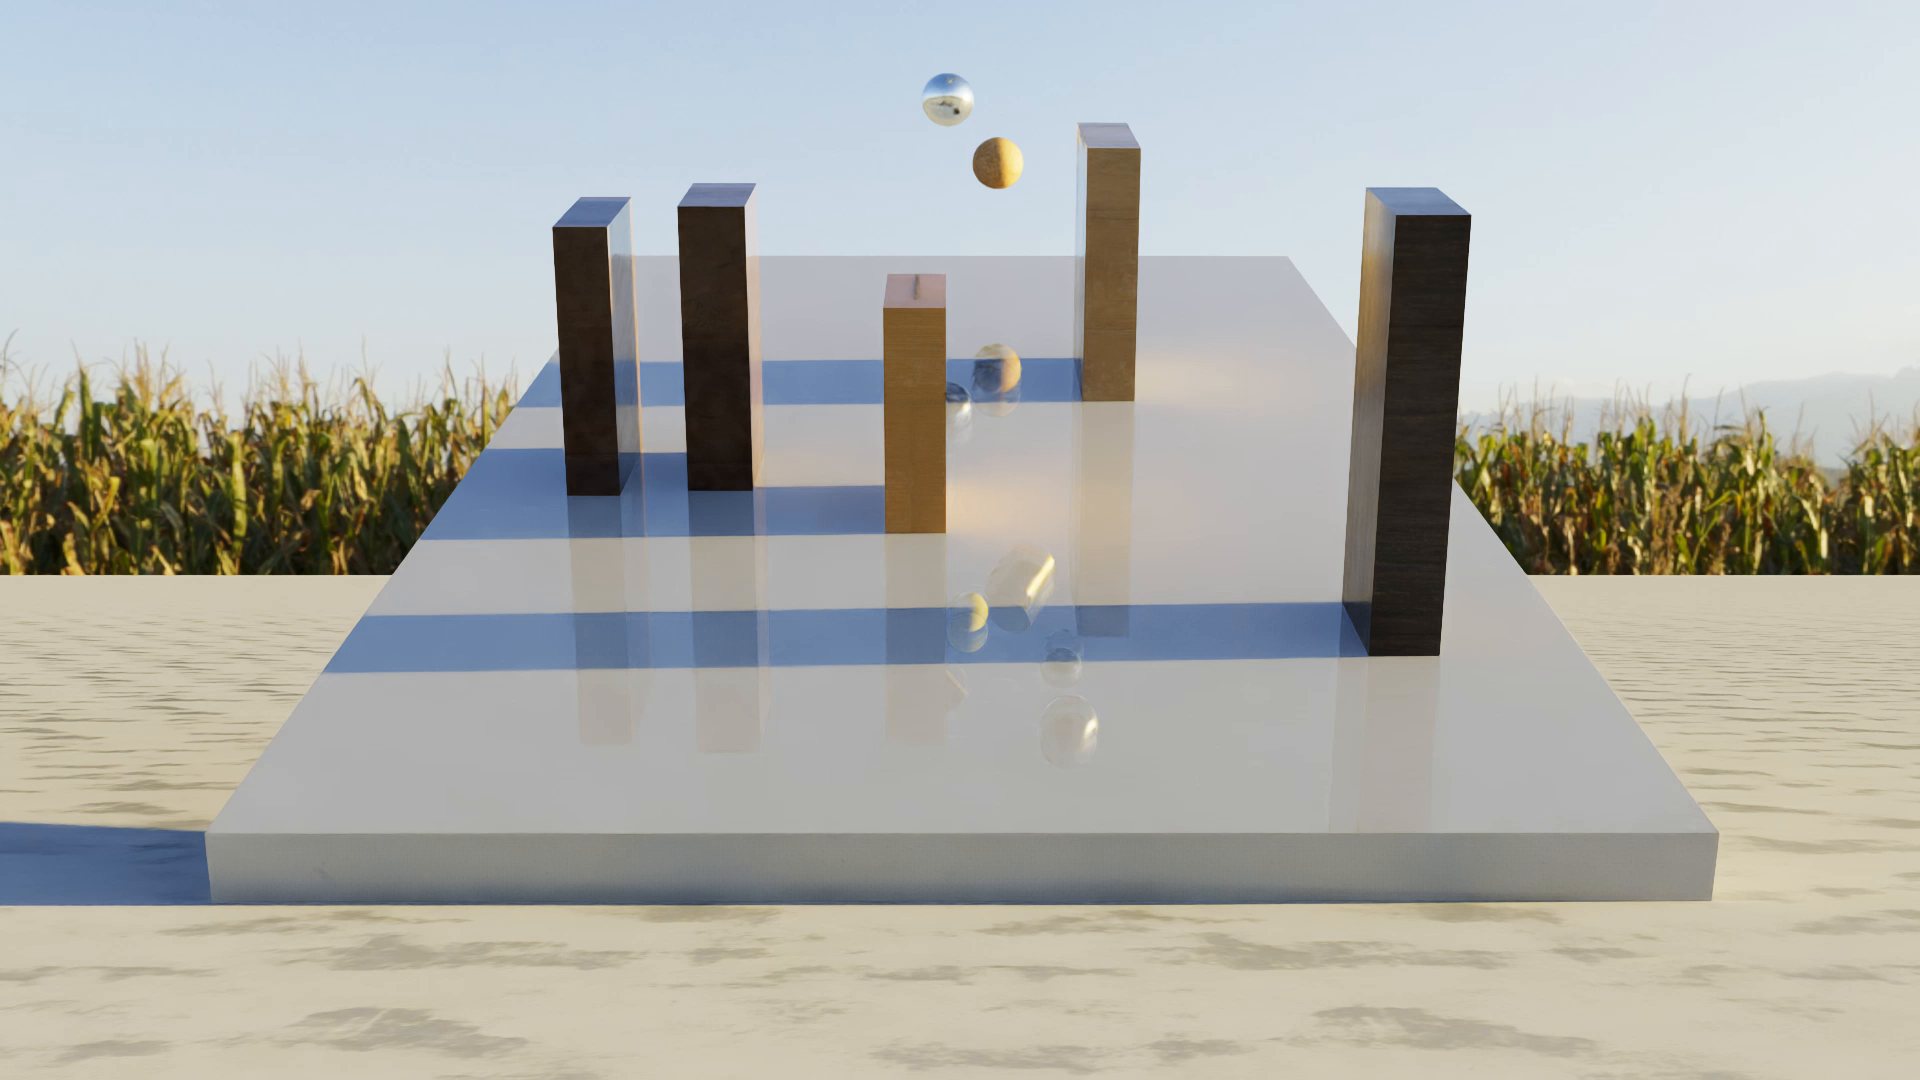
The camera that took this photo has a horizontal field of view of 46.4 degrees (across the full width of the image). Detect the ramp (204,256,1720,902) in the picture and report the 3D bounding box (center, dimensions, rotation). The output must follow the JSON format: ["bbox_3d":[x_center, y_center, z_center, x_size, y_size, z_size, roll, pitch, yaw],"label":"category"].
[{"bbox_3d":[-0.004,-0.188,4.871,2.000,0.100,4.000,0,18,0],"label":"ramp"}]

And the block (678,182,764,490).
[{"bbox_3d":[-0.475,-0.410,4.478,0.128,0.565,0.279,0,18,0],"label":"block"}]

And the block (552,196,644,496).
[{"bbox_3d":[-0.720,-0.394,4.481,0.104,0.531,0.347,0,18,0],"label":"block"}]

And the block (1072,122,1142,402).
[{"bbox_3d":[0.338,-0.655,5.216,0.118,0.574,0.424,0,18,0],"label":"block"}]

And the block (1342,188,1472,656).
[{"bbox_3d":[0.709,-0.191,3.586,0.114,0.707,0.258,0,18,0],"label":"block"}]

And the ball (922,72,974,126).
[{"bbox_3d":[-0.036,-1.299,6.602,0.156,0.156,0.156,0,-1,0],"label":"ball"}]

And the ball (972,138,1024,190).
[{"bbox_3d":[0.110,-1.092,6.490,0.149,0.149,0.149,0,-1,0],"label":"ball"}]

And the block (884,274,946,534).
[{"bbox_3d":[-0.083,-0.264,4.256,0.113,0.428,0.312,0,18,0],"label":"block"}]
